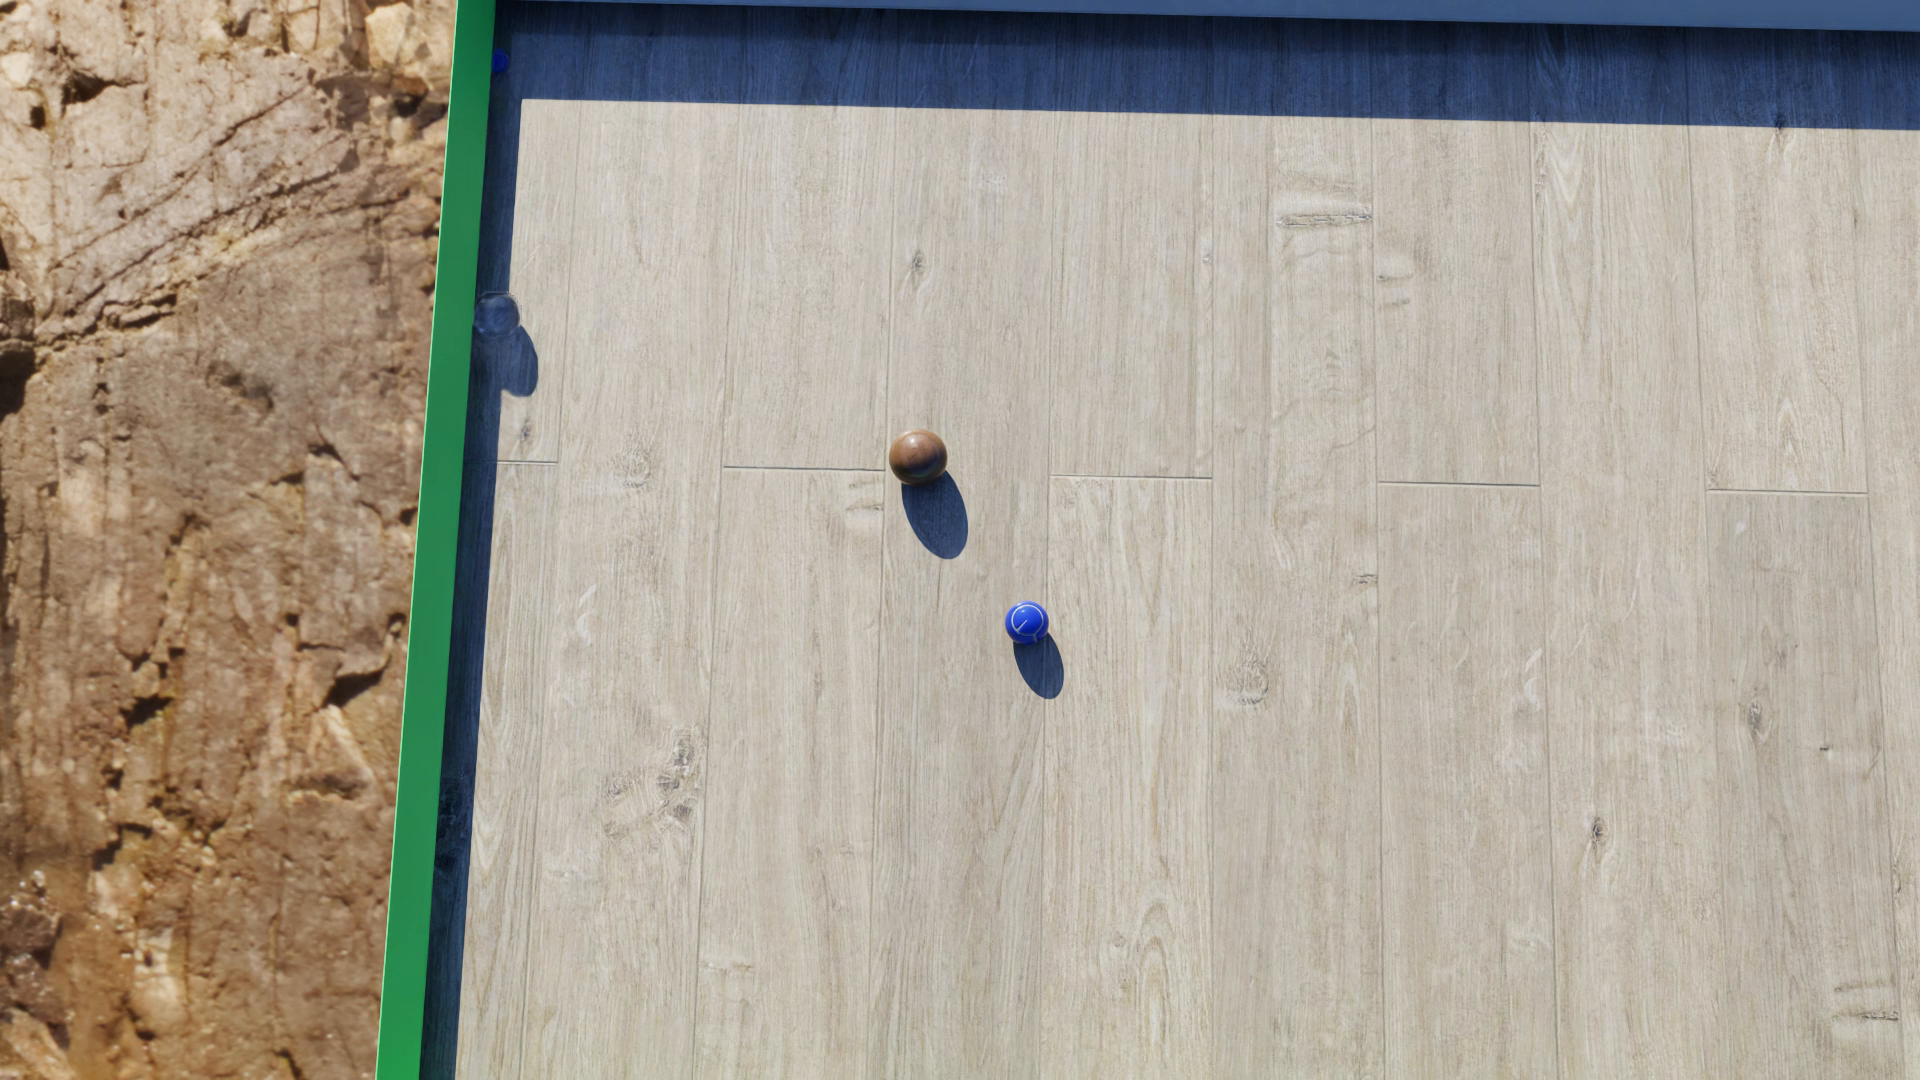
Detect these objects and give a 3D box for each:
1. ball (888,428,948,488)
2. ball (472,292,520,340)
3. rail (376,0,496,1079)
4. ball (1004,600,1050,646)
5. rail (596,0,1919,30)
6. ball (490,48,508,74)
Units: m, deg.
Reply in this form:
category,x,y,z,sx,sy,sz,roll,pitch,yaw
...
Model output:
category,x,y,z,sx,sy,sz,roll,pitch,yaw
ball,-0.063,-0.124,3.317,0.090,0.090,0.090,0,78,0
ball,-0.711,-0.343,3.371,0.073,0.073,0.073,0,78,0
rail,-0.771,-0.024,3.279,0.045,0.122,1.779,1,78,0
ball,0.100,0.124,3.278,0.067,0.067,0.067,0,78,0
rail,0.815,-0.834,3.446,3.178,0.122,0.045,1,78,0
ball,-0.733,-0.757,3.473,0.040,0.040,0.040,0,78,0
